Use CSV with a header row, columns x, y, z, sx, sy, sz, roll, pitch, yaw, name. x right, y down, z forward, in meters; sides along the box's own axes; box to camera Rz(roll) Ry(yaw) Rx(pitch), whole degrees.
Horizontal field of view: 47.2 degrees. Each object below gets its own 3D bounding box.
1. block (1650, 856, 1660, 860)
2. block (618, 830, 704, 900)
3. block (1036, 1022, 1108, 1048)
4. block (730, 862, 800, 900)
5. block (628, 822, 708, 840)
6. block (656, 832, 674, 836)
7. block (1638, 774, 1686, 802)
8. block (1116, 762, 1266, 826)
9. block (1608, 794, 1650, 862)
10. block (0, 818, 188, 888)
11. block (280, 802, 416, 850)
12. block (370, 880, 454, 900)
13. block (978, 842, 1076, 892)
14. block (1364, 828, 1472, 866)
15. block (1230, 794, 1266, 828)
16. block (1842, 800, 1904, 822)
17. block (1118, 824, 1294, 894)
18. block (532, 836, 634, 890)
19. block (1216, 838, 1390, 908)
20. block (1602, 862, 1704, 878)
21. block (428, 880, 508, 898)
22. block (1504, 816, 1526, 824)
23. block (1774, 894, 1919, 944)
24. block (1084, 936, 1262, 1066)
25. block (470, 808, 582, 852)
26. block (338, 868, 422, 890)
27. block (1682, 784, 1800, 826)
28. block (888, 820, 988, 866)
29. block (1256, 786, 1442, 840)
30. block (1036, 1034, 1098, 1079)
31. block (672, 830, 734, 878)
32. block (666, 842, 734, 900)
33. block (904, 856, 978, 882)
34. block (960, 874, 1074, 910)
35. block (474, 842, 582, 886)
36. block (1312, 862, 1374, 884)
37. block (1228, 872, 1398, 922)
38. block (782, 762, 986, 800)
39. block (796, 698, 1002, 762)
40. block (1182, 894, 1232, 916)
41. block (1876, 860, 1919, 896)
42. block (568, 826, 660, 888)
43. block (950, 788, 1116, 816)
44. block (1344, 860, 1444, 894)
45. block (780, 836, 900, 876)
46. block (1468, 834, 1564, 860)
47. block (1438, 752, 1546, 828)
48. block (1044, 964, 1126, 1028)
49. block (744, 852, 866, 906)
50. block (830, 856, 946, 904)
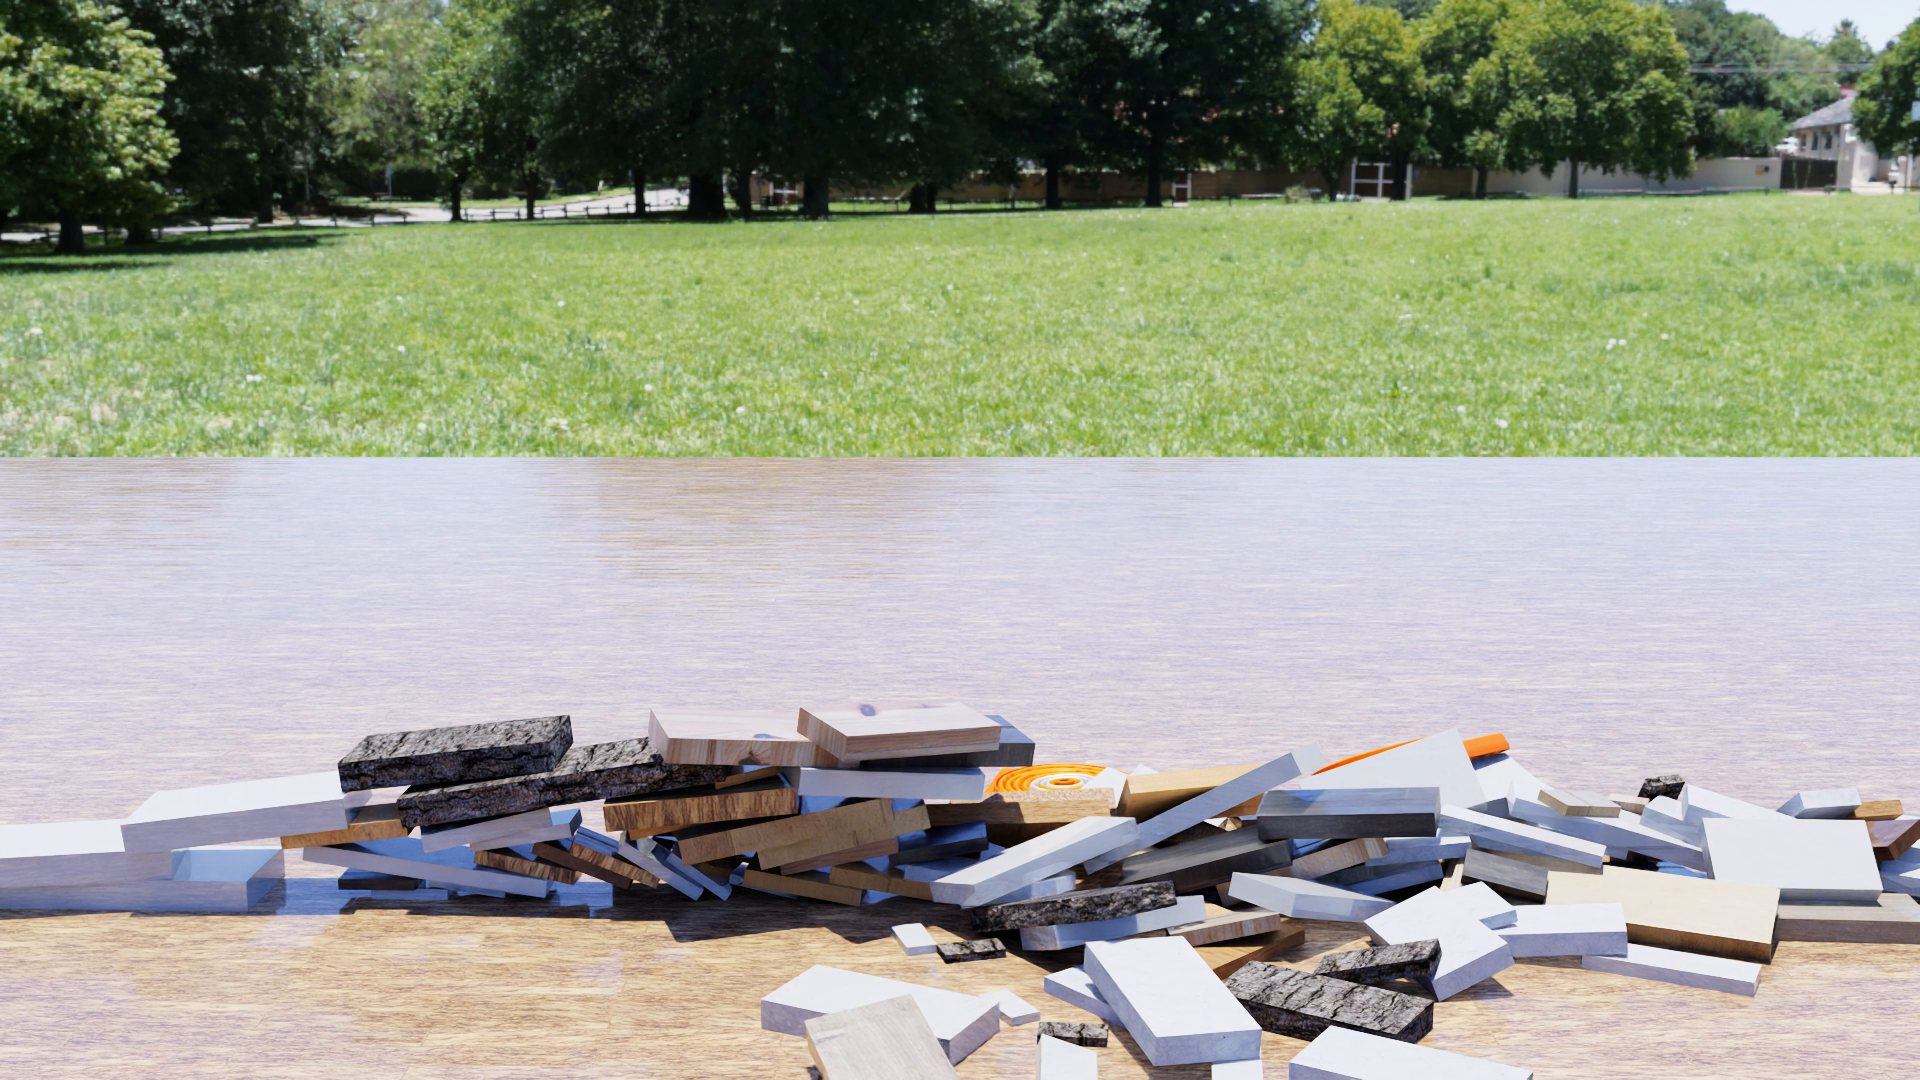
x,y,z,sx,sy,sz,roll,pitch,yaw,name
1.181,0.539,3.891,0.134,0.019,0.067,6,12,28,block
-0.493,0.533,3.635,0.154,0.022,0.077,34,9,-13,block
0.158,0.692,3.080,0.097,0.014,0.049,1,11,6,block
-0.319,0.570,3.678,0.120,0.017,0.060,12,13,12,block
-0.469,0.456,3.632,0.154,0.022,0.077,-13,13,-3,block
-0.413,0.469,3.846,0.348,0.049,0.174,-2,-27,19,block
1.204,0.471,3.828,0.071,0.142,0.020,-4,37,-22,block
0.401,0.441,3.799,0.245,0.122,0.035,-4,55,-9,block
1.155,0.501,3.795,0.066,0.131,0.019,5,32,27,block
-1.478,0.518,3.641,0.359,0.051,0.180,-2,11,-10,block
-1.003,0.470,3.631,0.208,0.029,0.104,-6,11,1,block
-0.910,0.580,3.671,0.128,0.018,0.064,0,11,2,block
0.111,0.552,3.667,0.165,0.023,0.082,19,12,0,block
0.754,0.506,3.637,0.174,0.025,0.087,-7,9,8,block
0.541,0.502,4.074,0.088,0.025,0.176,-1,11,-8,block
1.545,0.497,3.815,0.091,0.026,0.183,-2,-26,-11,block
0.408,0.532,3.638,0.283,0.040,0.141,-16,7,12,block
-0.620,0.527,3.660,0.170,0.024,0.085,21,11,0,block
0.565,0.523,3.644,0.283,0.040,0.141,-20,7,11,block
1.161,0.564,3.684,0.155,0.022,0.077,4,11,-23,block
-0.814,0.568,3.667,0.128,0.018,0.064,9,11,-1,block
0.883,0.505,3.845,0.255,0.036,0.127,0,22,-3,block
1.400,0.601,3.508,0.260,0.037,0.130,1,11,4,block
0.294,0.643,3.088,0.151,0.043,0.302,-1,14,-15,block
-0.719,0.480,3.643,0.170,0.024,0.085,-9,9,4,block
-0.962,0.564,3.662,0.128,0.018,0.064,0,11,2,block
1.329,0.476,3.677,0.232,0.033,0.116,17,15,13,block
-0.036,0.503,3.651,0.165,0.023,0.082,-10,12,1,block
0.636,0.446,3.591,0.283,0.040,0.141,-3,10,16,block
0.141,0.707,2.910,0.079,0.022,0.158,19,11,-1,block
-0.435,0.519,3.689,0.120,0.017,0.060,43,11,37,block
-0.431,0.550,3.656,0.120,0.017,0.060,35,9,-5,block
-0.009,0.551,3.656,0.165,0.023,0.082,10,13,-2,block
0.091,0.567,3.545,0.166,0.023,0.083,-12,-7,19,block
-0.714,0.531,3.663,0.170,0.024,0.085,12,11,2,block
0.596,0.557,3.667,0.174,0.025,0.087,-13,9,2,block
0.561,0.569,3.485,0.259,0.037,0.130,13,0,-42,block
-0.130,0.375,3.602,0.309,0.044,0.154,4,13,-18,block
-0.097,0.304,3.547,0.295,0.042,0.148,-1,15,-35,block
0.386,0.602,3.560,0.058,0.016,0.116,-8,13,-37,block
1.579,0.543,3.675,0.107,0.030,0.214,7,13,35,block
-0.567,0.524,3.638,0.154,0.022,0.077,23,11,-8,block
0.123,0.489,3.848,0.284,0.040,0.142,-2,-34,-4,block
0.710,0.556,3.655,0.174,0.025,0.087,-15,9,7,block
-0.200,0.508,3.652,0.195,0.028,0.098,-11,13,3,block
0.942,0.504,3.686,0.179,0.025,0.090,12,10,-8,block
0.862,0.450,3.847,0.284,0.040,0.142,-11,23,-14,block
0.211,0.663,3.210,0.085,0.024,0.170,-9,14,-39,block
-0.254,0.562,3.660,0.195,0.028,0.098,10,12,4,block
-0.117,0.556,3.658,0.195,0.028,0.098,10,13,-3,block
